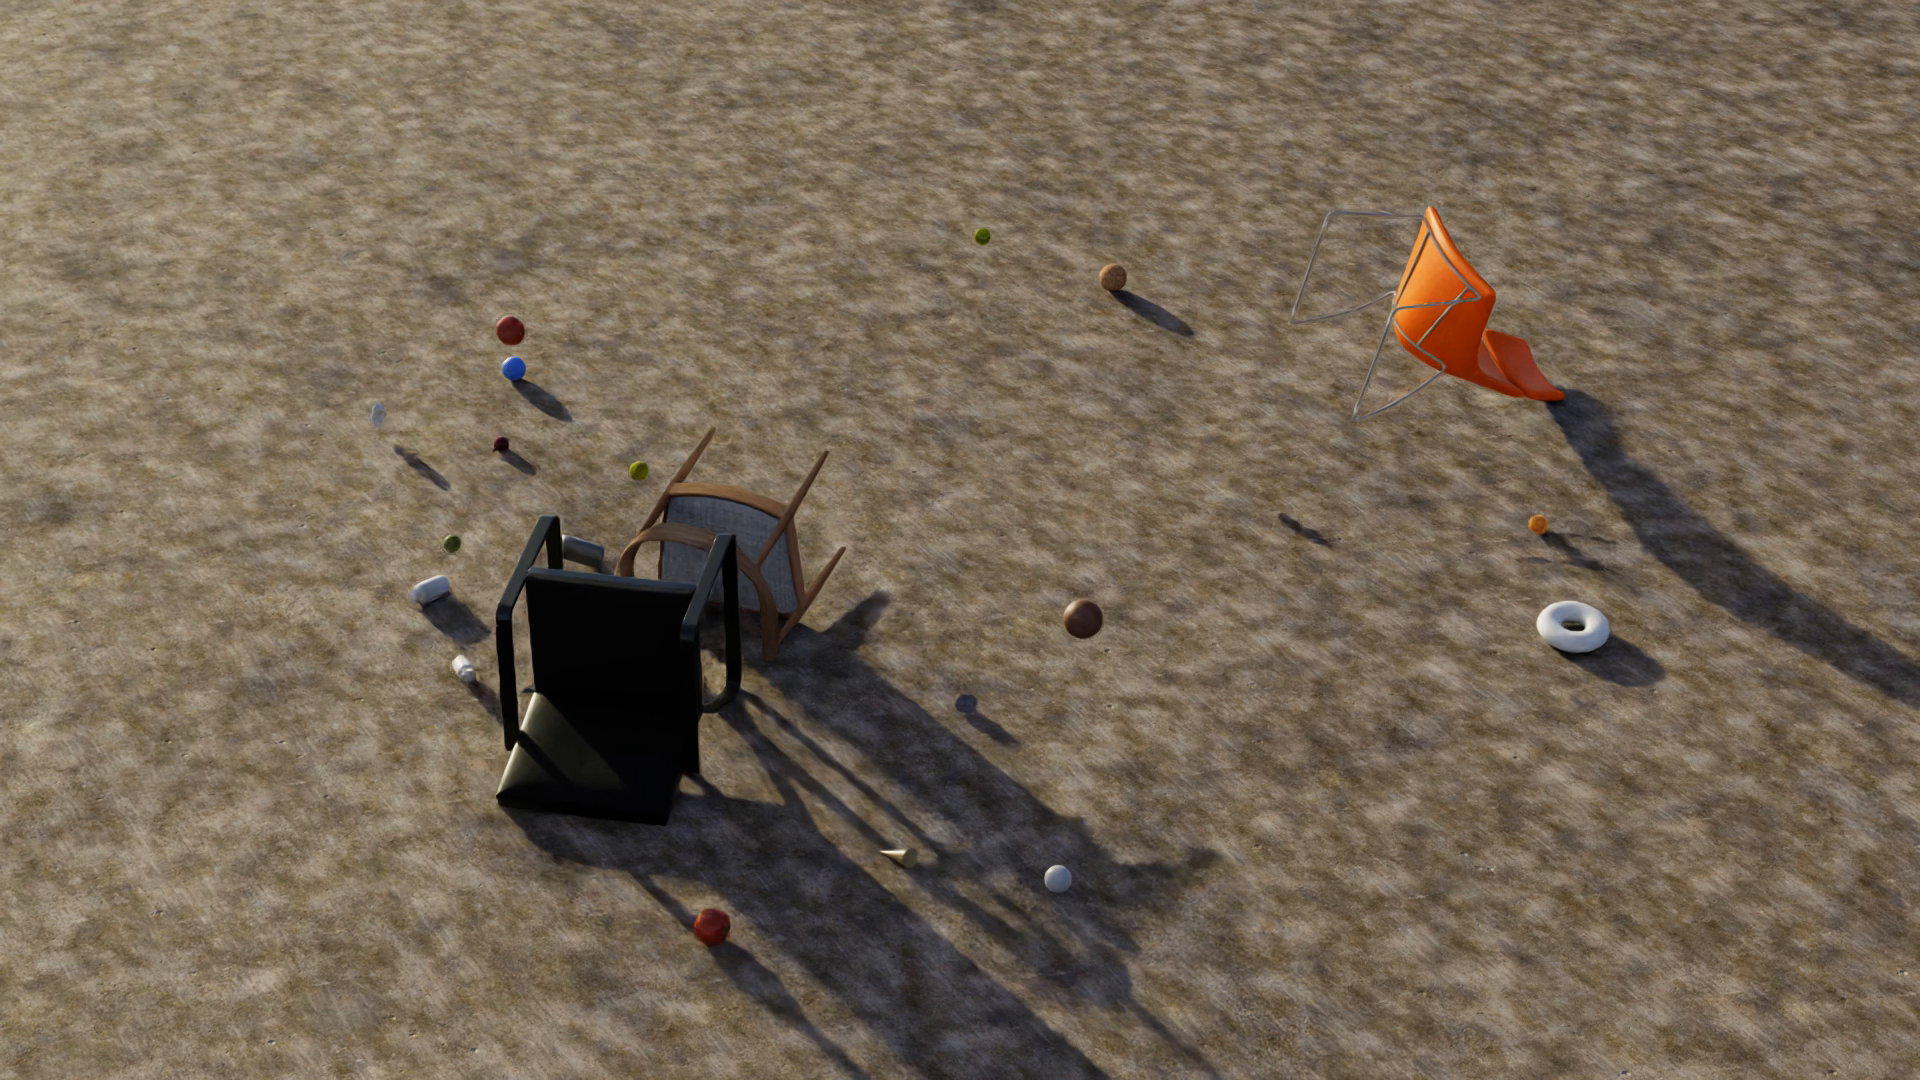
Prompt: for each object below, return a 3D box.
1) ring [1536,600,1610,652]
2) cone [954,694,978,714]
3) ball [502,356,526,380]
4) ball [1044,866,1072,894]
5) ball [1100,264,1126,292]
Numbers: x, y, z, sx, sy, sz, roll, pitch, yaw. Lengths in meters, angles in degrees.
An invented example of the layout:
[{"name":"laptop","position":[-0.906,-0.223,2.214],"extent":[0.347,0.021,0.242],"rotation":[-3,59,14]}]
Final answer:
[{"name":"ring","position":[2.177,0.308,10.410],"extent":[0.256,0.067,0.258],"rotation":[0,38,0]},{"name":"cone","position":[0.015,0.557,10.072],"extent":[0.080,0.067,0.063],"rotation":[-12,7,-10]},{"name":"ball","position":[-1.813,-0.697,11.913],"extent":[0.098,0.098,0.098],"rotation":[0,33,0]},{"name":"ball","position":[0.309,1.069,9.242],"extent":[0.088,0.088,0.088],"rotation":[0,33,0]},{"name":"ball","position":[0.655,-1.123,12.542],"extent":[0.118,0.118,0.118],"rotation":[0,33,0]}]
